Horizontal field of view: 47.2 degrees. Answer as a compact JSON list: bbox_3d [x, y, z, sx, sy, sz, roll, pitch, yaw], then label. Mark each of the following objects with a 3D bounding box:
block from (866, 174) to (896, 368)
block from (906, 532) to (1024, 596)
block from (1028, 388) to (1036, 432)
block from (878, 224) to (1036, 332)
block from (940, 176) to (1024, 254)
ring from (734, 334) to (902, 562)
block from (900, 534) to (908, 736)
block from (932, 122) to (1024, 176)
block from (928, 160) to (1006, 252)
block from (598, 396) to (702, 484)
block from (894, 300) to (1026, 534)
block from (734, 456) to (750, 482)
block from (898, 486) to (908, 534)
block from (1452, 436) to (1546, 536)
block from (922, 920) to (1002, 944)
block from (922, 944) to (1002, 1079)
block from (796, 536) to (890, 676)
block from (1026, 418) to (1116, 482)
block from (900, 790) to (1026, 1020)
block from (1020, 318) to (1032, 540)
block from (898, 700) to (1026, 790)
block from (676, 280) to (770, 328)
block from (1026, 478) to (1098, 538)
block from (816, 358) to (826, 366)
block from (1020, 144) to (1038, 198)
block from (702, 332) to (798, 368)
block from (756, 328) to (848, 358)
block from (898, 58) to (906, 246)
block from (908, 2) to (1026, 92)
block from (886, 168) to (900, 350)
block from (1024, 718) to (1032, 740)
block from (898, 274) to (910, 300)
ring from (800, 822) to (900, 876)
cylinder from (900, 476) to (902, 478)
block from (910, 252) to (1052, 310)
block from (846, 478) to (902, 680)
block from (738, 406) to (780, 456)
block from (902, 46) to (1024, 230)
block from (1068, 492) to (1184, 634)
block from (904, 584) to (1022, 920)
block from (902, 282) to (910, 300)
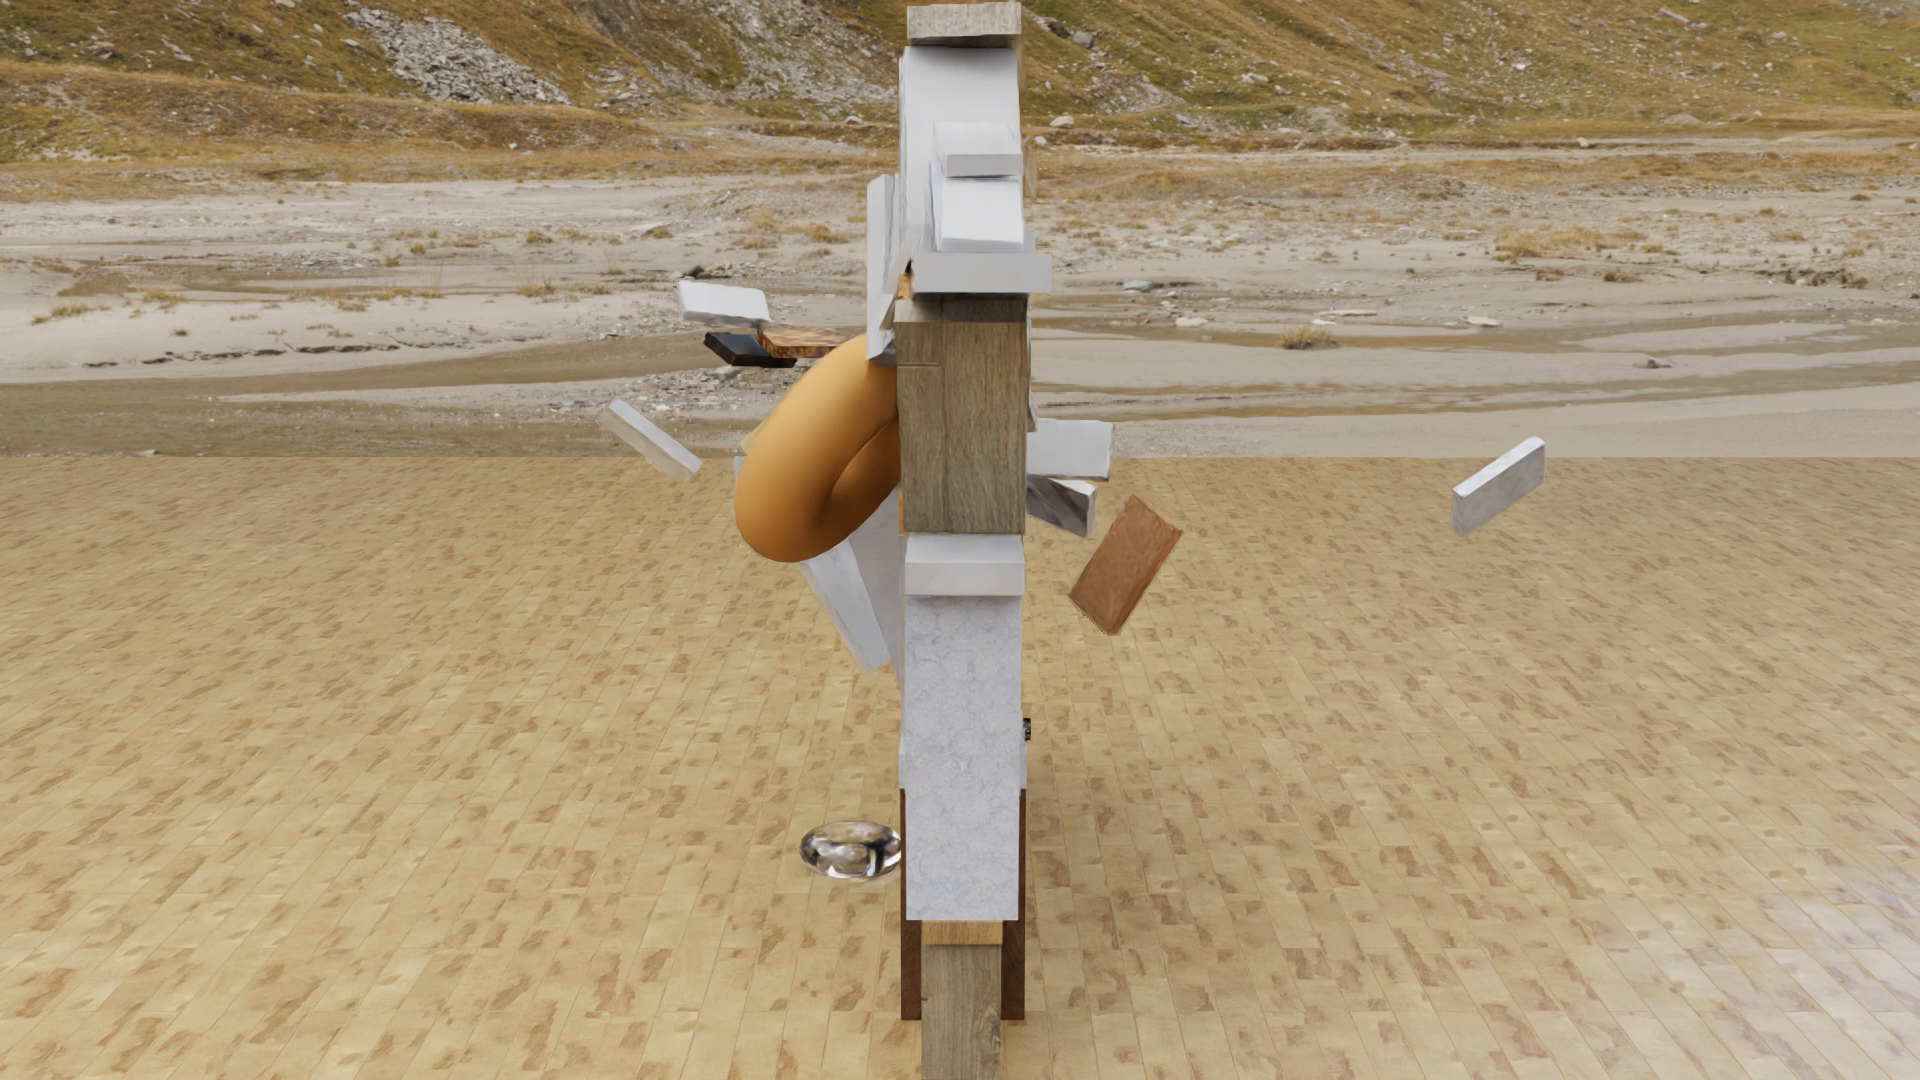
[{"bbox_3d":[-0.069,-0.396,3.336,0.146,0.292,0.041,14,-24,-37],"label":"block"},{"bbox_3d":[0.006,0.021,2.811,0.145,0.041,0.291,0,10,0],"label":"block"},{"bbox_3d":[0.031,-0.225,3.319,0.144,0.041,0.288,-2,-16,7],"label":"block"},{"bbox_3d":[-0.010,-0.356,3.044,0.167,0.047,0.333,2,-11,-9],"label":"block"},{"bbox_3d":[0.026,-0.401,2.741,0.099,0.028,0.197,3,31,-2],"label":"block"},{"bbox_3d":[-0.190,-0.145,3.438,0.139,0.417,0.417,38,23,14],"label":"ring"},{"bbox_3d":[-0.005,0.128,3.085,0.157,0.313,0.044,0,25,0],"label":"block"},{"bbox_3d":[0.021,-0.514,2.887,0.099,0.028,0.197,-2,22,-5],"label":"block"},{"bbox_3d":[0.014,-0.420,2.831,0.099,0.028,0.197,1,44,-5],"label":"block"},{"bbox_3d":[-0.574,-0.183,4.068,0.198,0.028,0.099,38,-21,-10],"label":"block"},{"bbox_3d":[0.004,-0.150,2.761,0.158,0.342,0.045,1,43,2],"label":"block"},{"bbox_3d":[-0.246,-0.146,4.176,0.341,0.048,0.171,-5,-2,38],"label":"block"},{"bbox_3d":[-0.004,-0.058,3.104,0.157,0.044,0.313,0,10,0],"label":"block"},{"bbox_3d":[0.986,-0.099,4.027,0.203,0.102,0.029,-32,48,-18],"label":"block"},{"bbox_3d":[0.002,0.491,2.964,0.105,0.030,0.210,0,12,0],"label":"block"},{"bbox_3d":[0.002,0.623,2.917,0.105,0.210,0.030,0,11,0],"label":"block"},{"bbox_3d":[-0.198,0.073,4.267,0.171,0.341,0.048,-30,-4,-27],"label":"block"},{"bbox_3d":[0.157,-0.156,3.779,0.209,0.099,0.028,3,-14,14],"label":"block"},{"bbox_3d":[0.004,0.508,3.139,0.177,0.354,0.050,0,10,0],"label":"block"},{"bbox_3d":[0.015,-0.121,3.275,0.167,0.573,0.047,0,54,0],"label":"block"},{"bbox_3d":[0.004,0.288,3.218,0.177,0.050,0.354,0,11,0],"label":"block"},{"bbox_3d":[-0.446,-0.443,4.138,0.167,0.024,0.083,4,47,-24],"label":"block"},{"bbox_3d":[0.152,-0.086,4.010,0.203,0.102,0.029,24,46,23],"label":"block"},{"bbox_3d":[-0.210,-0.264,4.167,0.173,0.024,0.086,41,29,-12],"label":"block"},{"bbox_3d":[0.038,-0.569,3.342,0.146,0.041,0.292,11,3,4],"label":"block"},{"bbox_3d":[-0.398,-0.360,4.179,0.086,0.024,0.173,38,24,30],"label":"block"},{"bbox_3d":[-0.296,-0.374,4.182,0.166,0.024,0.083,-4,31,-33],"label":"block"},{"bbox_3d":[-0.006,-0.531,3.149,0.159,0.319,0.045,0,-13,-4],"label":"block"},{"bbox_3d":[0.014,-0.718,3.231,0.159,0.045,0.319,-1,-3,3],"label":"block"},{"bbox_3d":[-0.028,-0.414,3.286,0.146,0.292,0.041,10,-23,-18],"label":"block"},{"bbox_3d":[0.032,0.319,3.570,0.117,0.033,0.235,-1,-10,-11],"label":"block"},{"bbox_3d":[0.001,-0.220,3.030,0.166,0.333,0.047,0,45,0],"label":"block"},{"bbox_3d":[-0.188,0.534,3.806,0.181,0.060,0.181,0,11,0],"label":"ring"},{"bbox_3d":[-0.123,-0.252,4.794,0.267,0.267,0.267,2,5,10],"label":"cylinder"},{"bbox_3d":[0.020,-0.314,2.685,0.158,0.045,0.317,0,3,-2],"label":"block"},{"bbox_3d":[-0.090,0.066,4.051,0.171,0.351,0.048,-19,11,0],"label":"block"},{"bbox_3d":[-0.339,-0.221,4.168,0.173,0.024,0.086,-43,26,-6],"label":"block"},{"bbox_3d":[0.003,-0.543,3.075,0.159,0.319,0.045,1,-23,-5],"label":"block"},{"bbox_3d":[0.264,0.038,3.517,0.029,0.203,0.102,10,27,-50],"label":"block"},{"bbox_3d":[0.003,0.273,2.813,0.145,0.455,0.041,0,19,0],"label":"block"},{"bbox_3d":[0.001,-0.205,2.965,0.158,0.317,0.045,0,42,-2],"label":"block"}]
